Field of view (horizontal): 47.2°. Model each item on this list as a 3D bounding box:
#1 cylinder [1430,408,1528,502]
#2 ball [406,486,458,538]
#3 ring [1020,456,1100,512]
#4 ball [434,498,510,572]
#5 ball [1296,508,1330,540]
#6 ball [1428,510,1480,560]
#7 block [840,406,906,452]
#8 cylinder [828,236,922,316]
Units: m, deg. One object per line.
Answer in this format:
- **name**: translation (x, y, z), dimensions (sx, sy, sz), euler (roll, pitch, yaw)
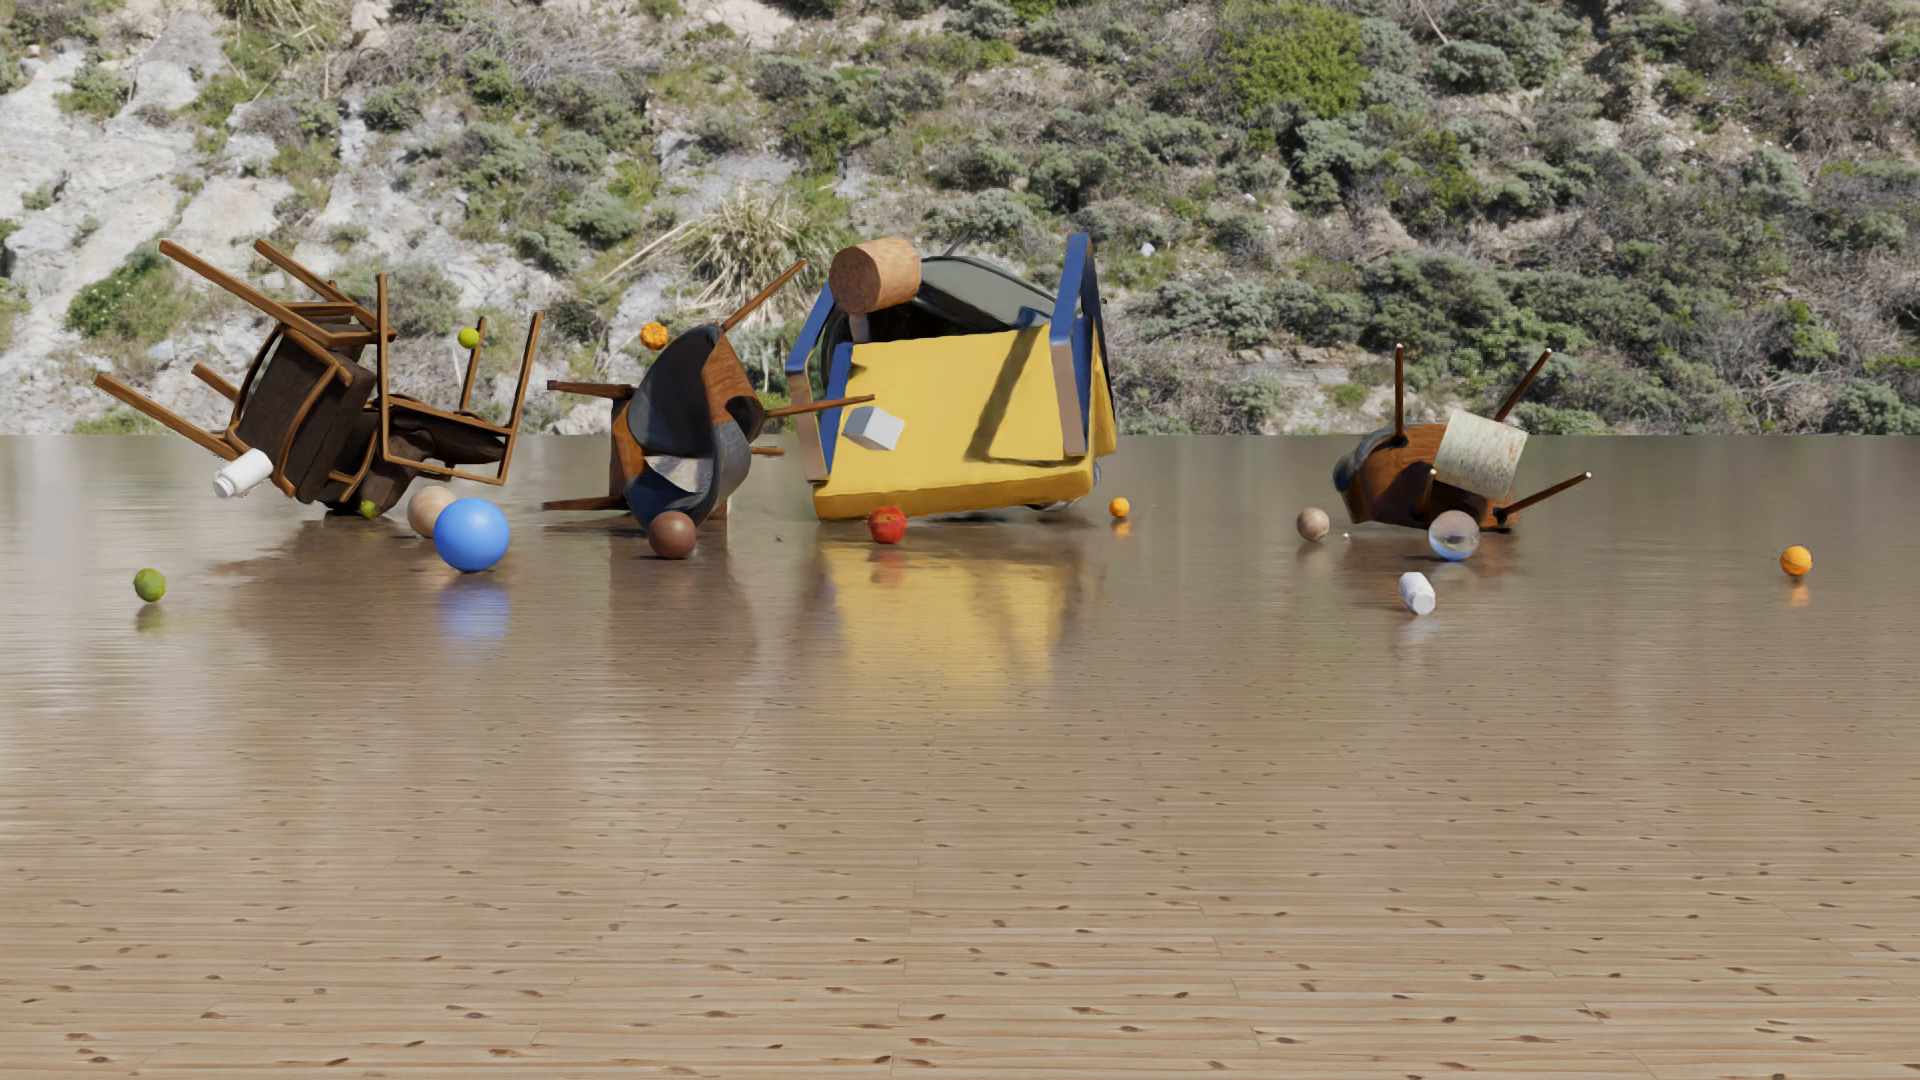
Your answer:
- **cylinder**: translation (1.595, -0.261, 6.757), dimensions (0.232, 0.230, 0.228), euler (20, 50, 13)
- **ball**: translation (-1.577, -0.084, 6.597), dimensions (0.161, 0.161, 0.161), euler (0, 4, 0)
- **ring**: translation (0.375, -0.209, 8.147), dimensions (0.153, 0.173, 0.420), euler (-38, -12, 38)
- **ball**: translation (-1.197, -0.013, 5.390), dimensions (0.184, 0.184, 0.184), euler (0, 4, 0)
- **ball**: translation (1.045, -0.047, 6.511), dimensions (0.100, 0.100, 0.100), euler (0, 4, 0)
- **ball**: translation (1.294, -0.012, 5.756), dimensions (0.133, 0.133, 0.133), euler (0, 4, 0)
- **block**: translation (-0.224, -0.285, 5.654), dimensions (0.094, 0.080, 0.140), euler (28, -10, -25)
- **cylinder**: translation (-0.294, -0.918, 7.636), dimensions (0.215, 0.232, 0.252), euler (-23, -15, -46)
